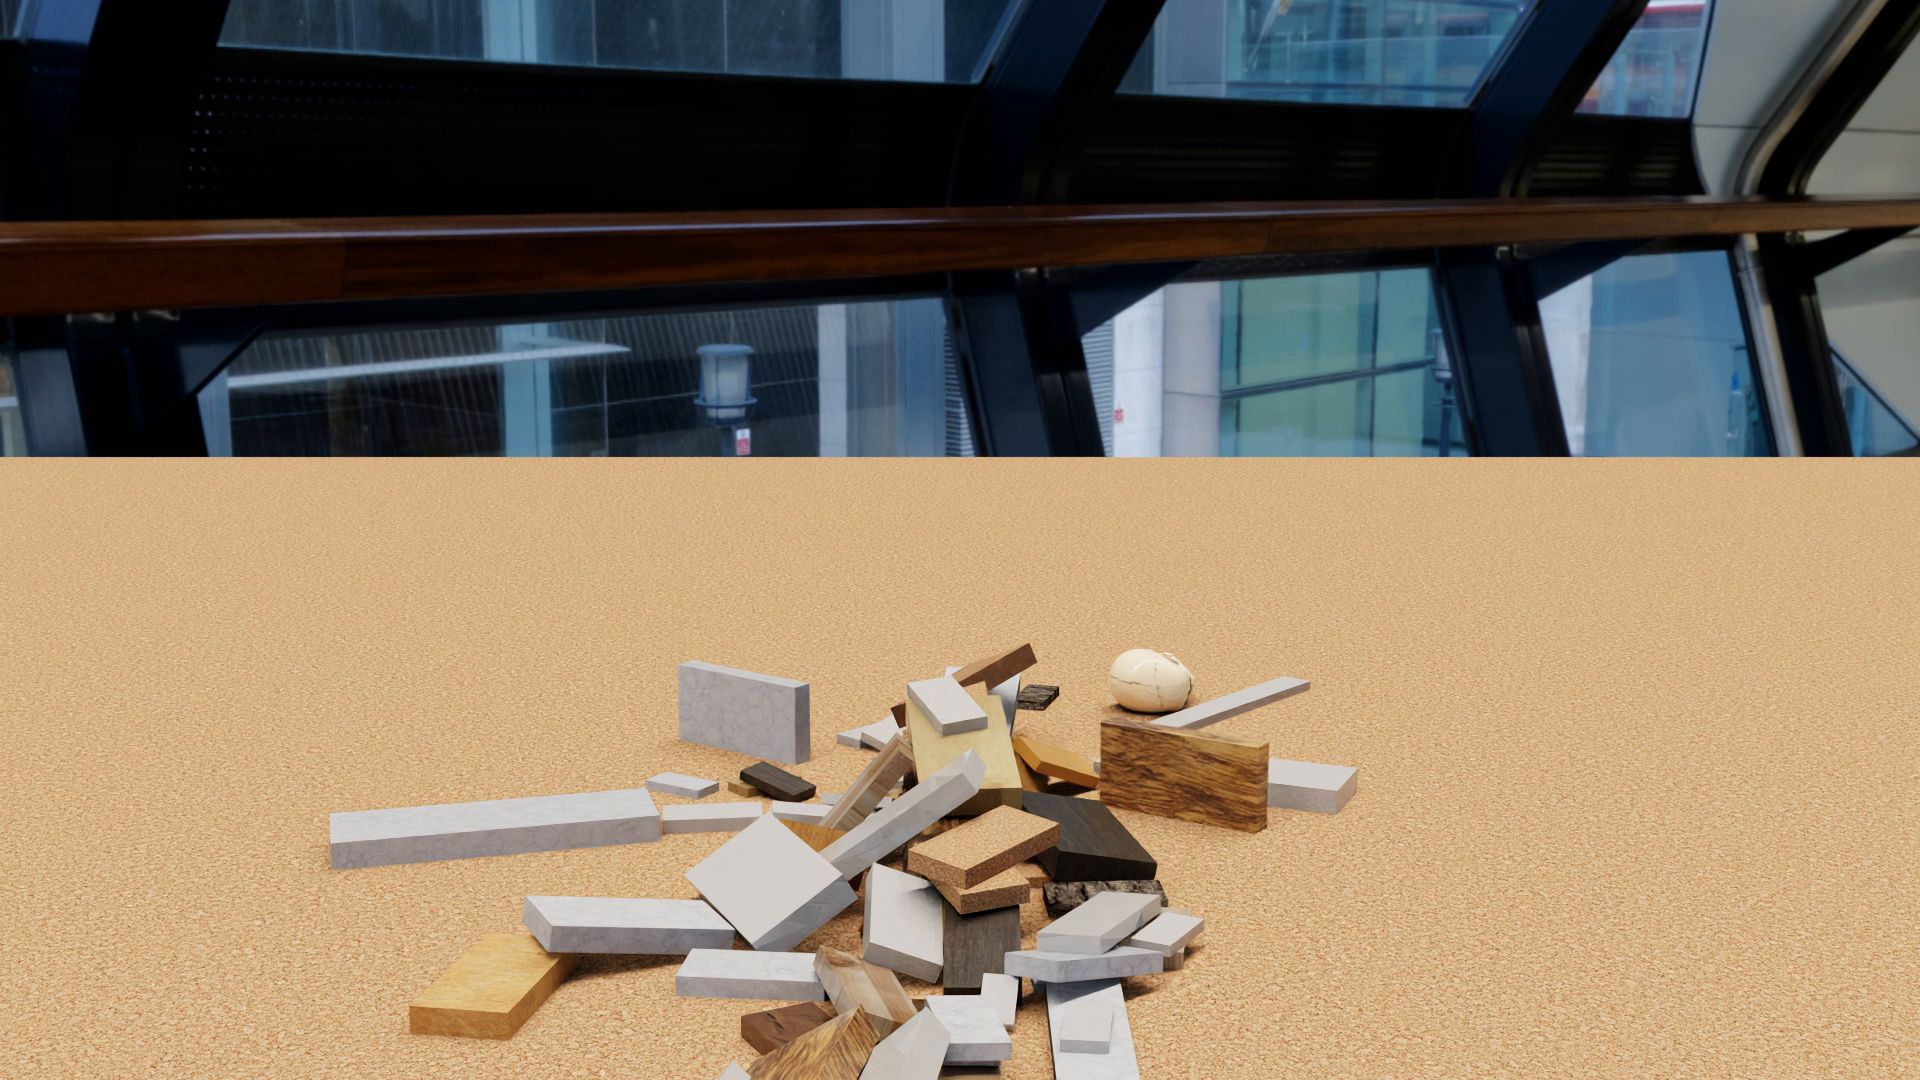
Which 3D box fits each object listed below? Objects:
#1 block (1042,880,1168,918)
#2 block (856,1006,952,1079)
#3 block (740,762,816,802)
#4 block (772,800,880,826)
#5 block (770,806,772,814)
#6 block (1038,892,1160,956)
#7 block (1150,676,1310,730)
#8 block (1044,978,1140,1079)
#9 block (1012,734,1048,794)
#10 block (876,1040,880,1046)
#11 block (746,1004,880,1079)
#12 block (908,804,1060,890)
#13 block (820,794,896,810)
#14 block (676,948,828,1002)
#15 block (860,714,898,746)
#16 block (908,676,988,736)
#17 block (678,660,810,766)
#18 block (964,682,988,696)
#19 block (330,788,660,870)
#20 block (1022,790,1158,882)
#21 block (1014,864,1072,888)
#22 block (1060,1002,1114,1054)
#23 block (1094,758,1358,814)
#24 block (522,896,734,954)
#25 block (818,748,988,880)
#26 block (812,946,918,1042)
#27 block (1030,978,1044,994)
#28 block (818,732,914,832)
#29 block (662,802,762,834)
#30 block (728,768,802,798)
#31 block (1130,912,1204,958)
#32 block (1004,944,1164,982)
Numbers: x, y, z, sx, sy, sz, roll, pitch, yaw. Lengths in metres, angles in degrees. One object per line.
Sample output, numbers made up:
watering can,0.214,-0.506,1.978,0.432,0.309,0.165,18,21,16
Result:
block,0.237,0.588,3.603,0.194,0.027,0.097,-1,11,-4
block,-0.122,0.713,2.594,0.174,0.049,0.481,-40,3,12
block,-0.349,0.465,4.213,0.135,0.019,0.067,20,22,32
block,-0.239,0.504,4.008,0.207,0.020,0.070,6,10,-7
block,-0.320,0.521,3.988,0.065,0.018,0.220,0,11,0
block,0.216,0.583,3.360,0.097,0.027,0.323,0,2,21
block,0.552,0.373,4.781,0.072,0.020,0.672,9,14,40
block,0.180,0.690,3.045,0.109,0.031,0.402,0,11,0
block,0.124,0.454,4.161,0.026,0.090,0.342,-36,5,11
block,-0.093,0.690,3.091,0.052,0.015,0.103,-1,11,-3
block,-0.221,0.699,2.716,0.174,0.049,0.348,-31,4,14
block,0.039,0.480,3.451,0.116,0.033,0.232,13,21,38
block,-0.179,0.488,4.068,0.139,0.020,0.070,1,-16,20
block,-0.302,0.647,3.274,0.221,0.031,0.111,1,11,6
block,-0.141,0.399,4.561,0.069,0.020,0.139,24,24,22
block,-0.023,0.295,3.914,0.086,0.024,0.172,-9,24,-20
block,-0.445,0.352,4.507,0.323,0.162,0.046,8,13,36
block,0.014,0.323,4.063,0.086,0.024,0.172,-17,24,4
block,-0.832,0.515,3.938,0.567,0.049,0.173,-3,11,-16
block,0.206,0.518,3.822,0.173,0.049,0.346,9,9,-14
block,0.145,0.569,3.728,0.135,0.019,0.067,0,11,-3
block,0.175,0.669,3.021,0.066,0.019,0.131,1,11,7
block,0.513,0.457,4.258,0.482,0.046,0.162,5,11,23
block,-0.511,0.594,3.389,0.292,0.041,0.146,7,6,-28
block,-0.126,0.476,3.581,0.375,0.041,0.146,-35,5,12
block,-0.128,0.643,3.093,0.111,0.031,0.336,20,0,-12
block,0.159,0.656,3.273,0.103,0.015,0.052,-1,11,-4
block,-0.177,0.454,3.804,0.033,0.257,0.116,39,5,-10
block,-0.454,0.509,4.034,0.181,0.026,0.090,-1,11,-7
block,-0.378,0.471,4.259,0.130,0.018,0.065,-9,14,-41
block,0.319,0.606,3.381,0.066,0.019,0.131,6,12,29
block,0.183,0.620,3.226,0.219,0.031,0.109,5,-5,-41
